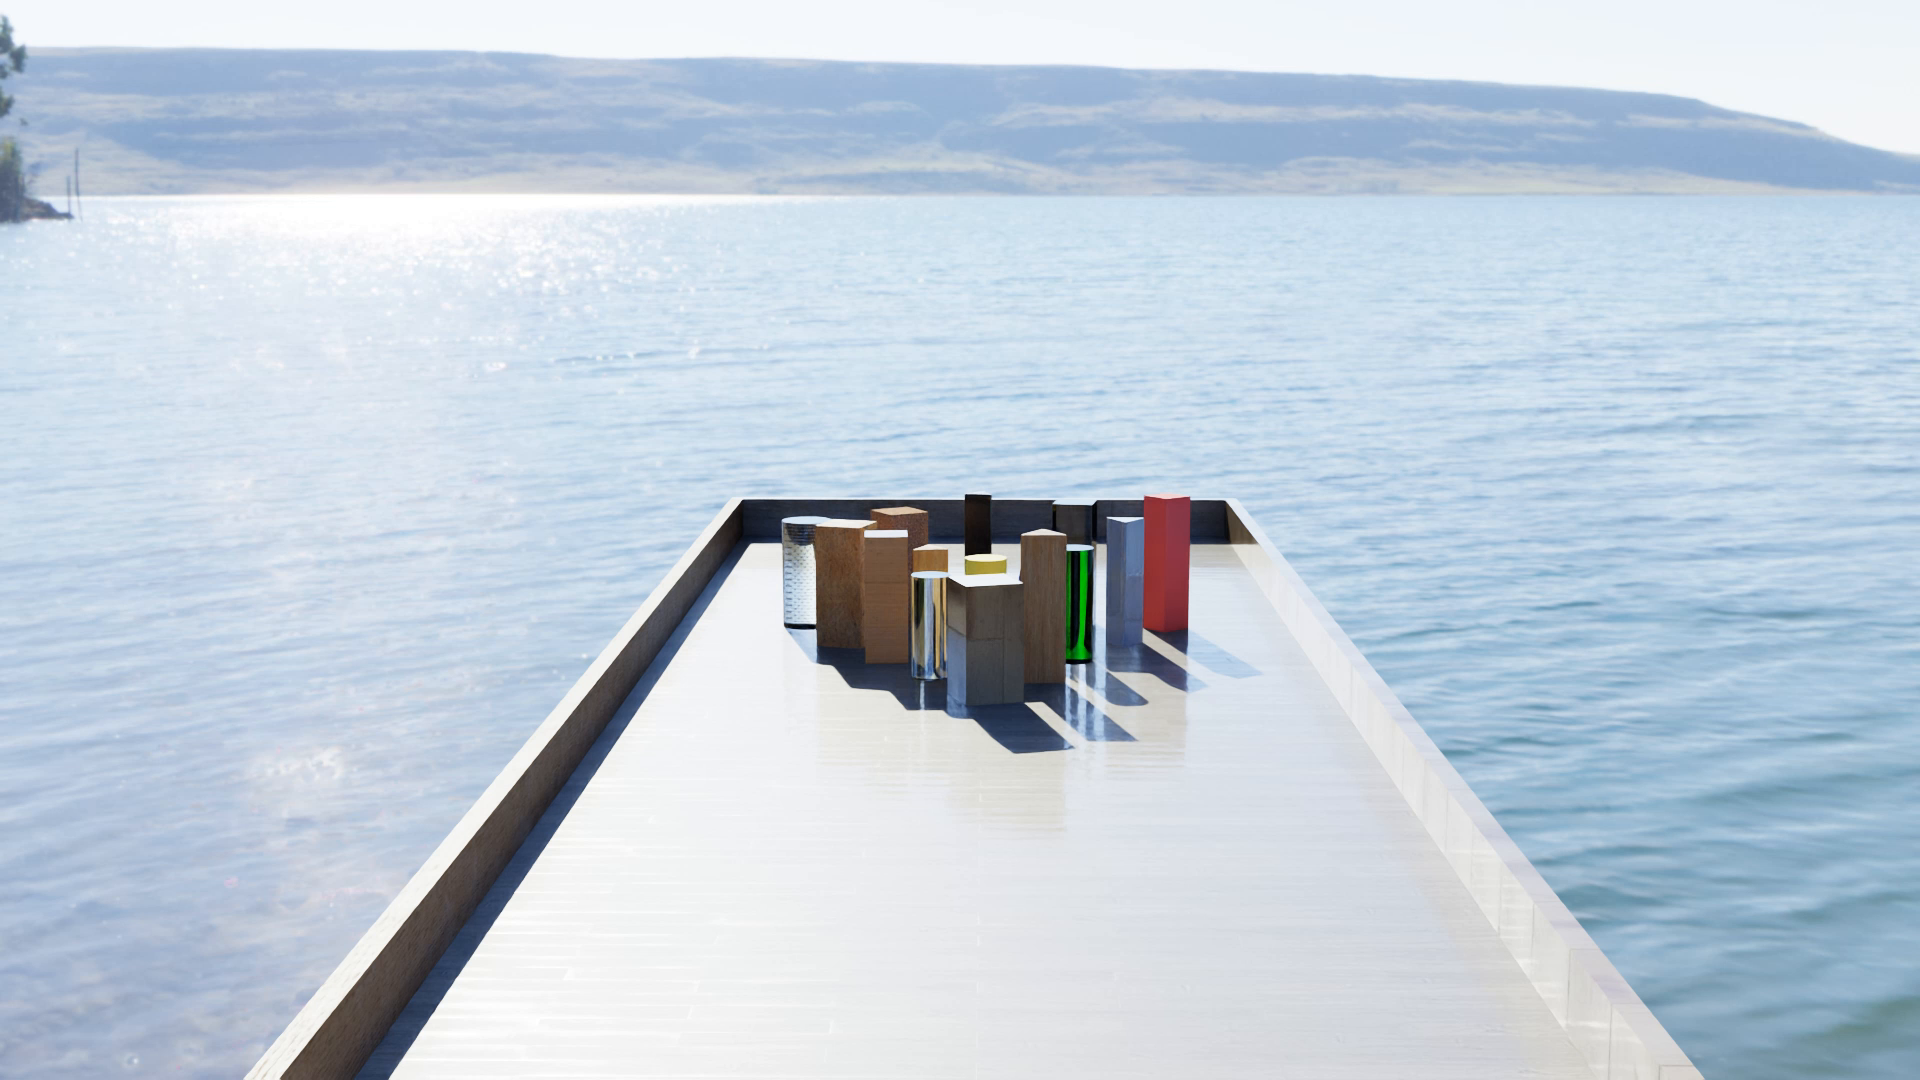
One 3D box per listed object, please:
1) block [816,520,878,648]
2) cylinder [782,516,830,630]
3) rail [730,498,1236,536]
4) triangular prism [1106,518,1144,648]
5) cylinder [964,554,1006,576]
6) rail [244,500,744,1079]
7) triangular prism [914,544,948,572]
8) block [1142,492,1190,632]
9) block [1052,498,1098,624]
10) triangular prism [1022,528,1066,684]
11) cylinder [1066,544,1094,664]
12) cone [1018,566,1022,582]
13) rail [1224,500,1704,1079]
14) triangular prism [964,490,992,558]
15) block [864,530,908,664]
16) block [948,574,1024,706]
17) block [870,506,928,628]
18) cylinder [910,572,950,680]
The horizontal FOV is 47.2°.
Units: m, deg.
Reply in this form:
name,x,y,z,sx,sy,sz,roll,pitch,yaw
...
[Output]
name,x,y,z,sx,sy,sz,roll,pitch,yaw
block,-0.357,0.137,6.927,0.149,0.382,0.149,3,10,19
cylinder,-0.501,0.107,7.215,0.162,0.349,0.162,0,9,0
rail,0.099,-0.098,9.147,2.100,0.150,0.050,0,9,1
triangular prism,0.504,0.130,6.917,0.100,0.398,0.115,6,11,34
cylinder,0.078,0.211,6.668,0.128,0.317,0.128,0,9,0
rail,-1.004,0.839,3.234,0.050,0.150,12.000,0,9,1
triangular prism,-0.096,0.171,6.973,0.108,0.301,0.094,-1,9,-6
block,0.671,0.073,7.156,0.107,0.437,0.107,-7,11,-37
block,0.374,0.079,7.194,0.129,0.412,0.129,2,9,11
triangular prism,0.241,0.192,6.408,0.130,0.436,0.112,0,9,1
cylinder,0.348,0.195,6.665,0.112,0.348,0.112,0,9,0
cone,0.216,0.150,6.912,0.154,0.361,0.154,0,9,0
rail,1.046,0.843,3.208,0.050,0.150,12.000,0,9,1
triangular prism,0.067,0.062,7.216,0.090,0.439,0.078,2,9,13
block,-0.224,0.172,6.684,0.129,0.388,0.129,0,9,-2
block,0.071,0.278,6.178,0.169,0.337,0.169,-3,9,-18
block,-0.198,0.093,7.211,0.138,0.380,0.138,-5,10,-30
cylinder,-0.086,0.251,6.451,0.116,0.304,0.116,0,9,0
